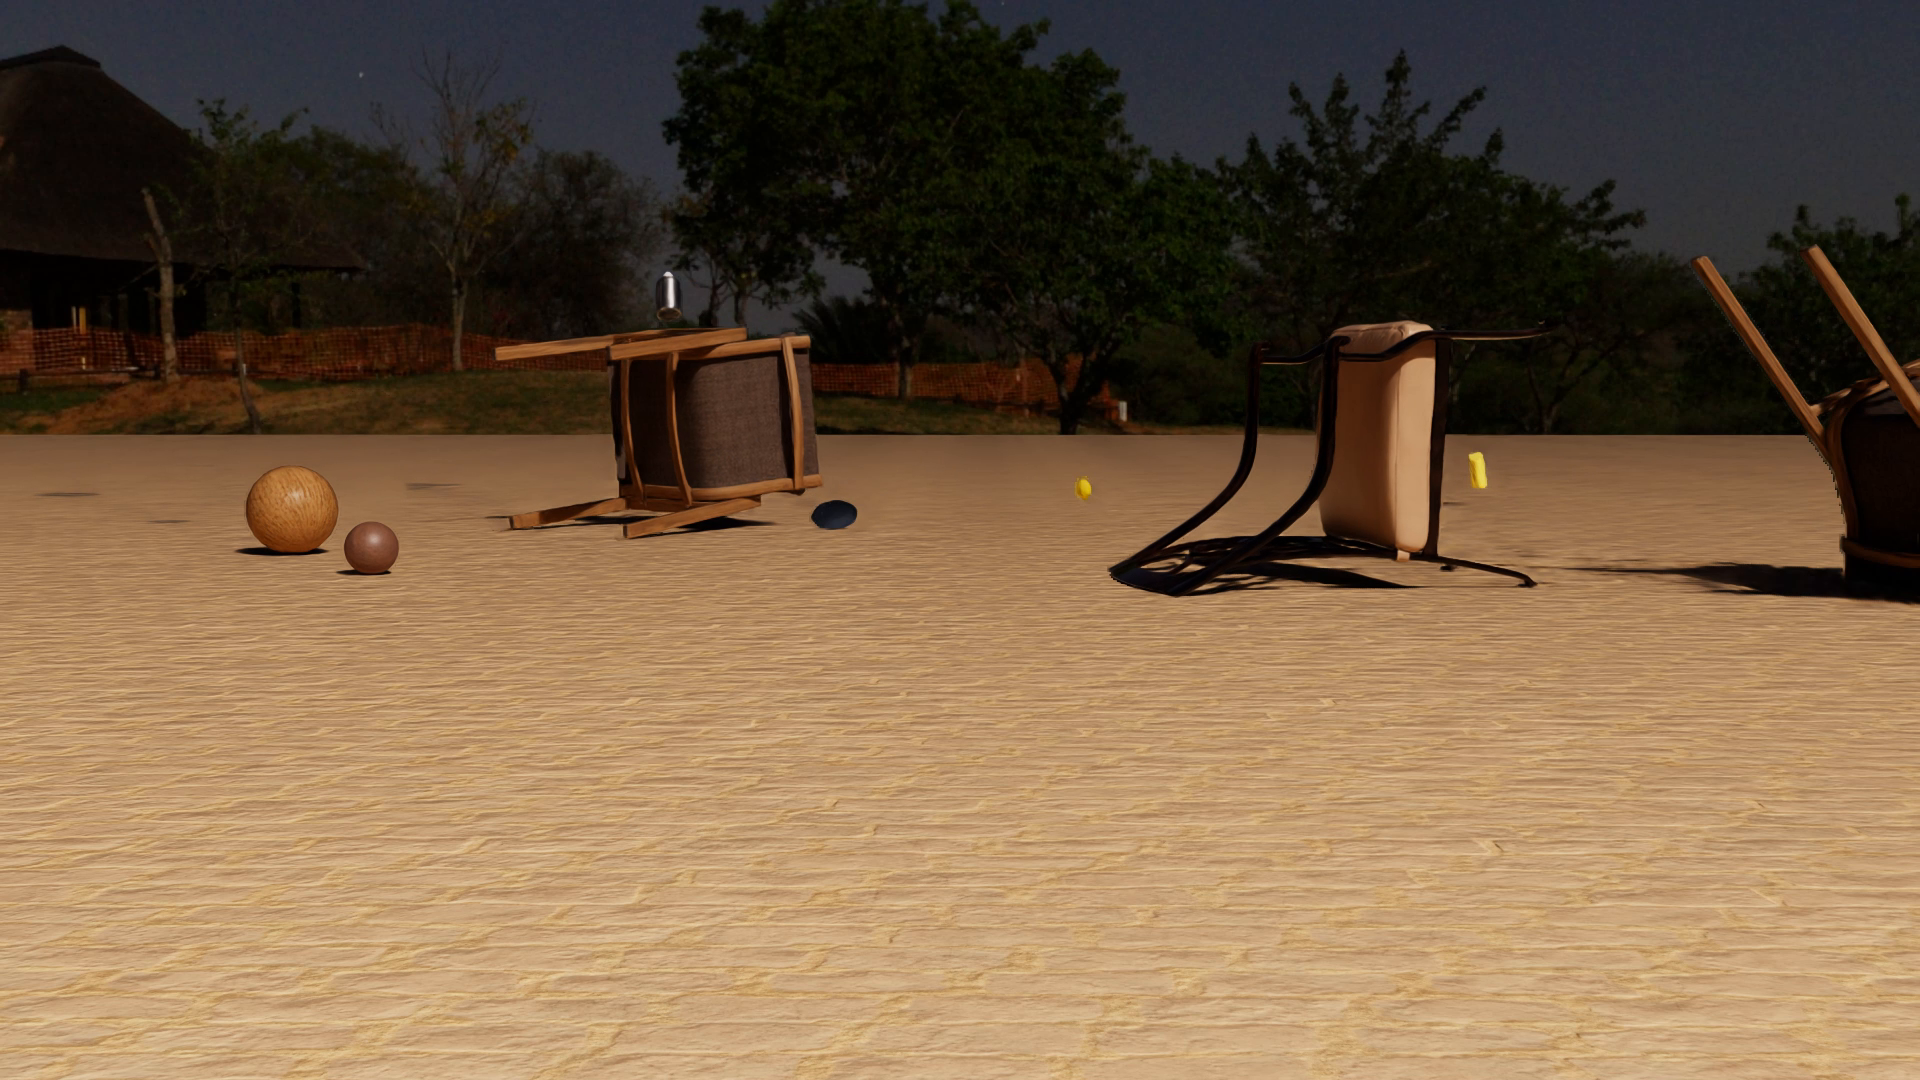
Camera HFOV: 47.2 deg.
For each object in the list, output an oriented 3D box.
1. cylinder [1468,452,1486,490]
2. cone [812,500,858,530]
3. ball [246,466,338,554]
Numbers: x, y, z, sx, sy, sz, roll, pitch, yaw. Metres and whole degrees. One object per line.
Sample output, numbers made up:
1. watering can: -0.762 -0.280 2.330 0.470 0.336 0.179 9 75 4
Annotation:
1. cylinder: 2.005 -0.268 8.518 0.058 0.116 0.111 -7 15 16
2. cone: -0.425 -0.064 7.135 0.152 0.092 0.202 -8 -7 -15
3. ball: -1.813 -0.082 5.971 0.242 0.242 0.242 0 4 0
